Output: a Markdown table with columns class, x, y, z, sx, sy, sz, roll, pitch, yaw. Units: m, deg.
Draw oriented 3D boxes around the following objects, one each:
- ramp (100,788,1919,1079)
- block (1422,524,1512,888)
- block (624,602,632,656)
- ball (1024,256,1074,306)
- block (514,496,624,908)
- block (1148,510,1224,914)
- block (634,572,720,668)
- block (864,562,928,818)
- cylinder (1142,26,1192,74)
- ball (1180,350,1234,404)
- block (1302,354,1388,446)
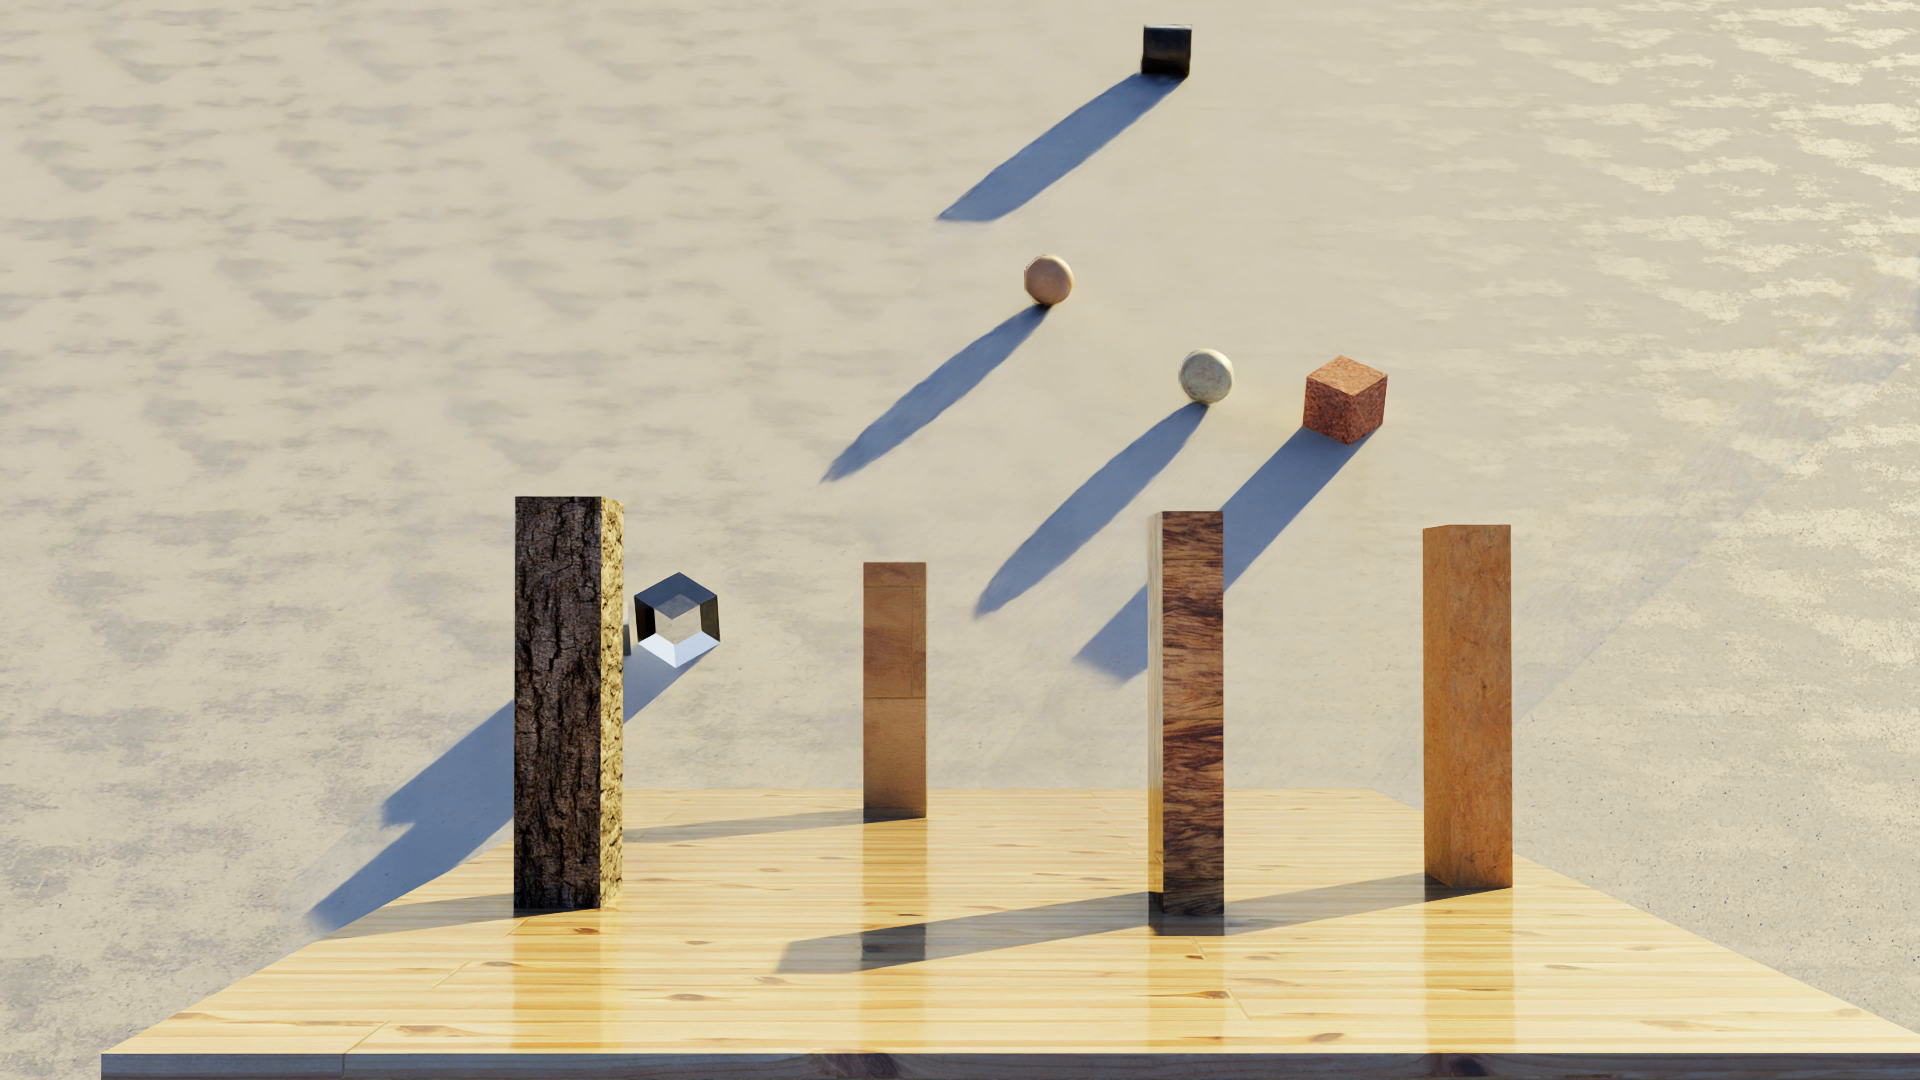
| class | x | y | z | sx | sy | sz | roll | pitch | yaw |
| --- | --- | --- | --- | --- | --- | --- | --- | --- | --- |
| ramp | 0.075 | 0.652 | 4.791 | 2.000 | 0.100 | 4.000 | 0 | -1 | 0 |
| block | 0.890 | 0.286 | 4.562 | 0.105 | 0.619 | 0.258 | 0 | -1 | 0 |
| block | -1.001 | 0.258 | 7.424 | 0.109 | 0.109 | 0.109 | -4 | 34 | -6 |
| ball | 0.313 | -0.910 | 9.102 | 0.172 | 0.172 | 0.172 | 0 | 34 | 0 |
| block | -0.641 | 0.261 | 4.269 | 0.138 | 0.656 | 0.269 | 0 | -1 | 0 |
| block | 0.365 | 0.273 | 4.220 | 0.095 | 0.629 | 0.319 | 0 | -1 | 0 |
| block | -0.808 | 0.227 | 7.418 | 0.168 | 0.168 | 0.168 | 29 | 43 | 36 |
| block | -0.148 | 0.343 | 6.022 | 0.142 | 0.579 | 0.283 | 0 | -1 | 0 |
| cylinder | 0.856 | -2.027 | 10.736 | 0.197 | 0.197 | 0.197 | 3 | 34 | 4 |
| ball | 0.814 | -0.538 | 8.544 | 0.179 | 0.179 | 0.179 | 0 | 34 | 0 |
| block | 1.248 | -0.453 | 8.411 | 0.186 | 0.186 | 0.186 | 28 | 43 | 35 |
